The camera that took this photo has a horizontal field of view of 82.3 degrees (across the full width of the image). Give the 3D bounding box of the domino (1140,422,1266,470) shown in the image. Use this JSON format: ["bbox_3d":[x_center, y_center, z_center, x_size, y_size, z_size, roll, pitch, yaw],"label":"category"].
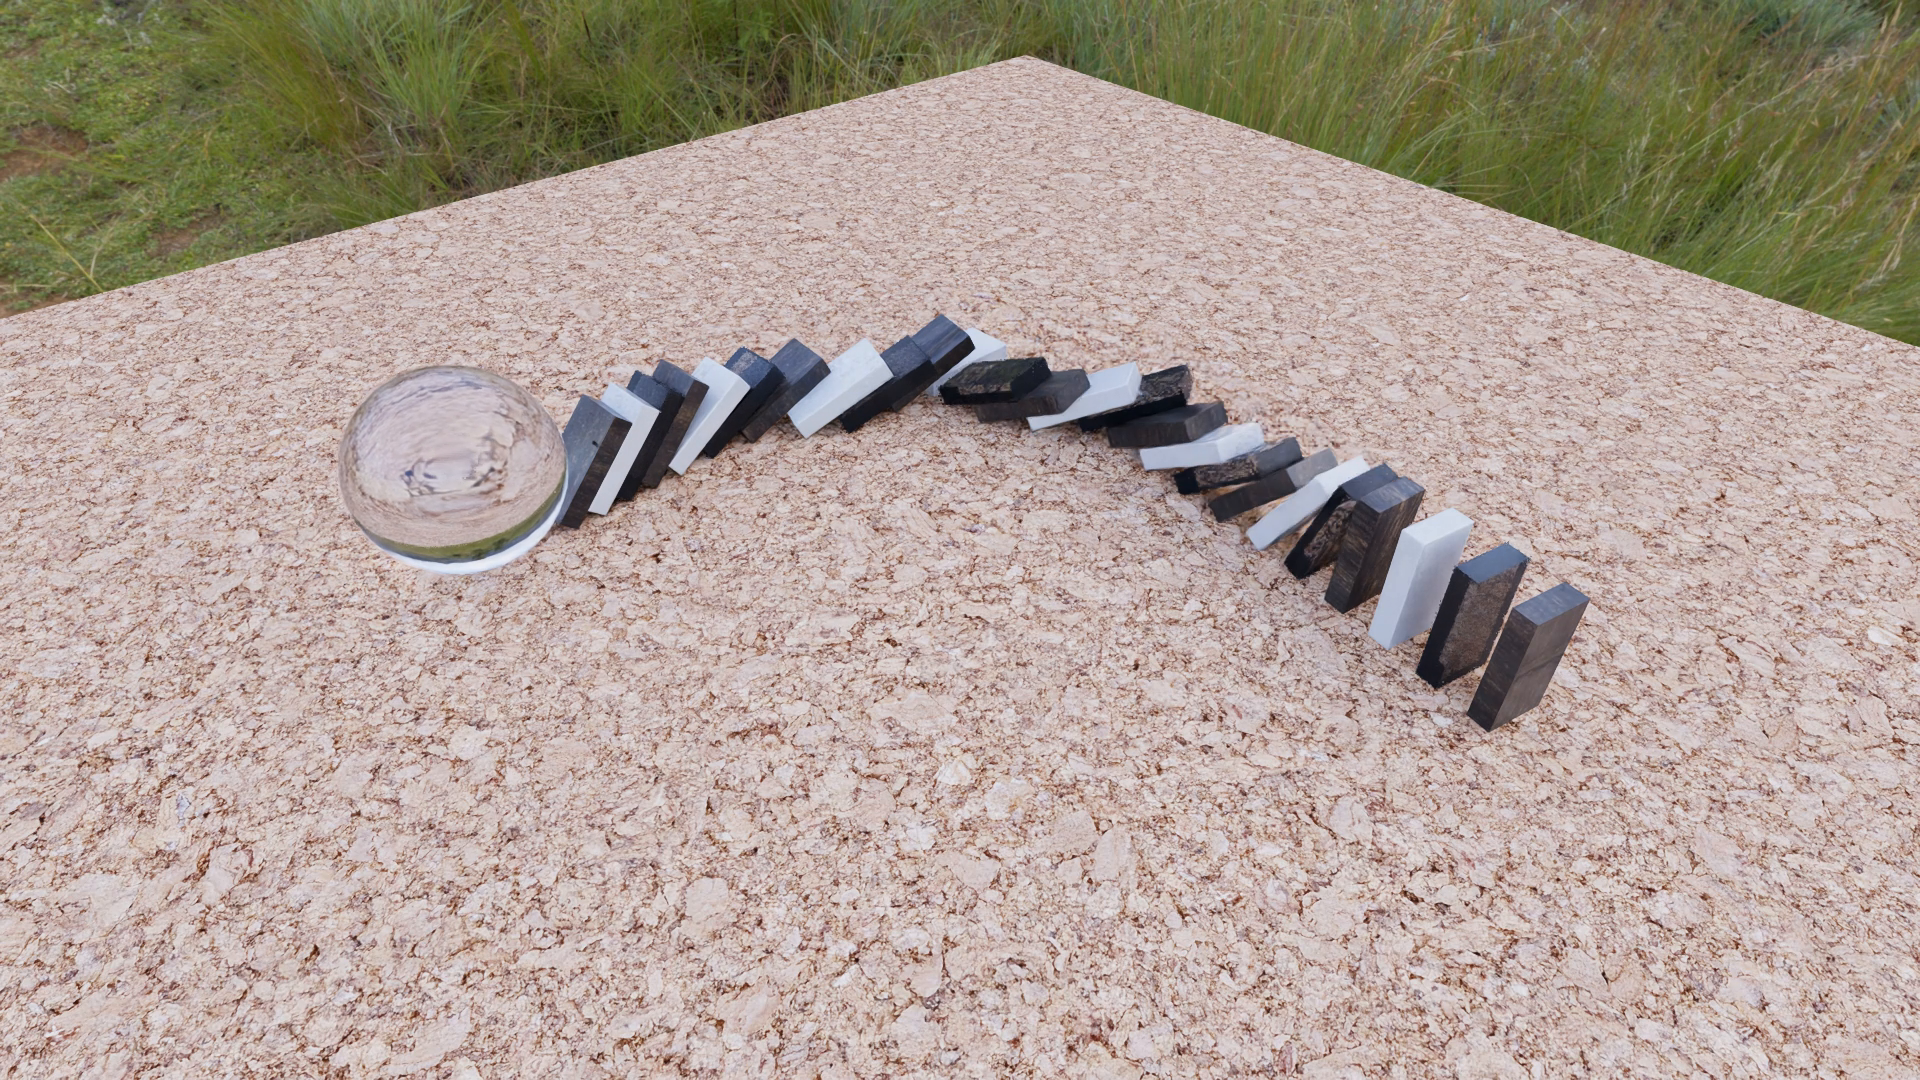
[{"bbox_3d":[0.103,-0.040,0.472,0.025,0.010,0.050,-24,11,-26],"label":"domino"}]

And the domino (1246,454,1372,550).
[{"bbox_3d":[0.136,-0.014,0.430,0.025,0.050,0.009,-24,76,-26],"label":"domino"}]

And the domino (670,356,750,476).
[{"bbox_3d":[-0.119,-0.056,0.491,0.025,0.009,0.050,32,82,33],"label":"domino"}]

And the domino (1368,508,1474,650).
[{"bbox_3d":[0.165,0.014,0.394,0.025,0.050,0.009,-20,44,-23],"label":"domino"}]

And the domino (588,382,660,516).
[{"bbox_3d":[-0.149,-0.039,0.464,0.025,0.050,0.010,32,6,33],"label":"domino"}]

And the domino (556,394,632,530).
[{"bbox_3d":[-0.158,-0.033,0.457,0.025,0.050,0.010,32,6,33],"label":"domino"}]

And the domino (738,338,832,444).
[{"bbox_3d":[-0.087,-0.070,0.513,0.050,0.010,0.025,-44,52,-9],"label":"domino"}]

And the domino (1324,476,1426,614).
[{"bbox_3d":[0.153,0.002,0.408,0.025,0.050,0.009,-23,47,-26],"label":"domino"}]

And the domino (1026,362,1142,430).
[{"bbox_3d":[0.057,-0.066,0.506,0.050,0.009,0.025,-13,27,25],"label":"domino"}]

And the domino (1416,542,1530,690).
[{"bbox_3d":[0.176,0.027,0.379,0.025,0.050,0.009,-20,43,-23],"label":"domino"}]

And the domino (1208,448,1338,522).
[{"bbox_3d":[0.126,-0.022,0.443,0.025,0.050,0.010,-24,87,-26],"label":"domino"}]

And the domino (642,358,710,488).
[{"bbox_3d":[-0.131,-0.051,0.479,0.025,0.050,0.009,32,6,33],"label":"domino"}]

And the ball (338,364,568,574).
[{"bbox_3d":[-0.192,-0.027,0.420,0.080,0.080,0.080,0,39,0],"label":"ball"}]

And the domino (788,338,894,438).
[{"bbox_3d":[-0.058,-0.071,0.512,0.050,0.009,0.025,-35,46,-1],"label":"domino"}]

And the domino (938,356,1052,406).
[{"bbox_3d":[0.016,-0.074,0.515,0.050,0.009,0.025,6,39,49],"label":"domino"}]

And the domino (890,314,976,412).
[{"bbox_3d":[-0.020,-0.086,0.532,0.050,0.009,0.025,-40,51,-6],"label":"domino"}]

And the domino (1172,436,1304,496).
[{"bbox_3d":[0.115,-0.030,0.457,0.025,0.009,0.050,-24,6,-26],"label":"domino"}]

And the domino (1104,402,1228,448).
[{"bbox_3d":[0.091,-0.051,0.487,0.025,0.009,0.050,-28,16,-30],"label":"domino"}]

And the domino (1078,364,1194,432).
[{"bbox_3d":[0.080,-0.065,0.505,0.050,0.010,0.025,-13,27,26],"label":"domino"}]

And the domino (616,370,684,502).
[{"bbox_3d":[-0.140,-0.045,0.472,0.025,0.050,0.009,32,6,33],"label":"domino"}]

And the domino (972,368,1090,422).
[{"bbox_3d":[0.032,-0.067,0.507,0.050,0.009,0.025,0,35,44],"label":"domino"}]

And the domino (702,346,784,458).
[{"bbox_3d":[-0.106,-0.063,0.503,0.025,0.009,0.050,32,77,33],"label":"domino"}]

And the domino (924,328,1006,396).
[{"bbox_3d":[-0.003,-0.090,0.554,0.050,0.010,0.025,-31,48,-32],"label":"domino"}]

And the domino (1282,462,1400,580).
[{"bbox_3d":[0.145,-0.006,0.419,0.025,0.050,0.010,-24,63,-26],"label":"domino"}]

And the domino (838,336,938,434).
[{"bbox_3d":[-0.038,-0.074,0.518,0.050,0.010,0.025,-35,46,-2],"label":"domino"}]

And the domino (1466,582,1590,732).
[{"bbox_3d":[0.187,0.039,0.363,0.025,0.050,0.009,-20,43,-22],"label":"domino"}]
